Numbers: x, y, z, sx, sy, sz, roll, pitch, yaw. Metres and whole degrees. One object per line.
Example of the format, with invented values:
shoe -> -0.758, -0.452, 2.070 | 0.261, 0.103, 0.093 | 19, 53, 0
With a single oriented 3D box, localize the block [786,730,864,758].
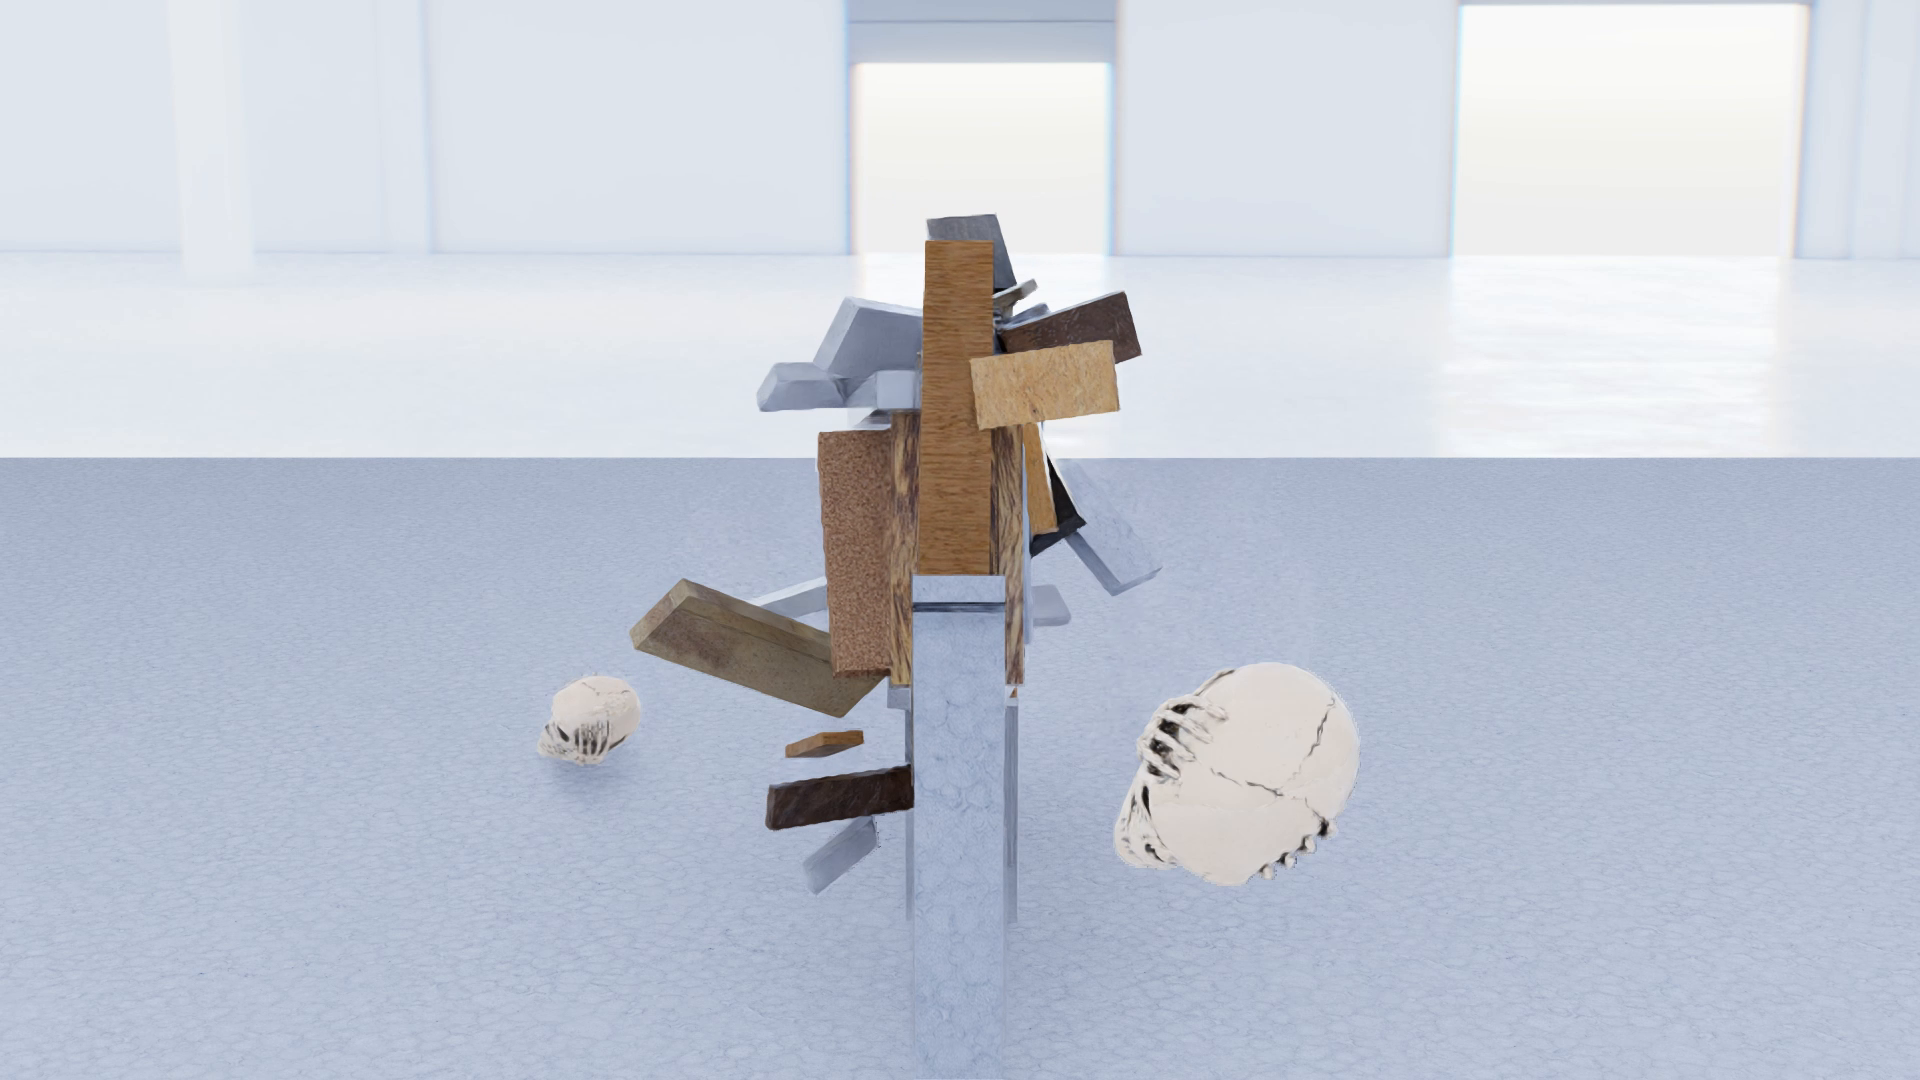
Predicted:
block -> -0.198, 0.299, 3.207 | 0.065, 0.018, 0.130 | 1, -14, -29

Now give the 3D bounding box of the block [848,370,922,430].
block -> -0.052, -0.194, 3.122 | 0.178, 0.050, 0.355 | 0, -2, -9

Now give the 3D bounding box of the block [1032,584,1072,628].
block -> 0.103, 0.110, 3.607 | 0.146, 0.021, 0.073 | -3, 46, -27

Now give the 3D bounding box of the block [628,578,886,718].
block -> -0.293, 0.169, 3.313 | 0.443, 0.122, 0.035 | 25, 30, -46

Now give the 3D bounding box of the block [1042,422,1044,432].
block -> 0.076, -0.277, 3.959 | 0.140, 0.040, 0.280 | -1, -25, 4

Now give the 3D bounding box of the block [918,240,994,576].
block -> -0.004, -0.172, 2.909 | 0.092, 0.456, 0.026 | 1, -8, 0

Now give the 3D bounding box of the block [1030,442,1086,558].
block -> 0.103, -0.103, 3.863 | 0.140, 0.280, 0.040 | -32, -36, 10

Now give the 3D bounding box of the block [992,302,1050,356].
block -> 0.078, -0.279, 3.057 | 0.116, 0.058, 0.016 | -28, 23, -11

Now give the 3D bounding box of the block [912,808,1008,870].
block -> 0.000, 0.408, 3.124 | 0.130, 0.037, 0.259 | 0, 11, 0

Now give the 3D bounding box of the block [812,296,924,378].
block -> -0.081, -0.276, 3.108 | 0.030, 0.105, 0.301 | 39, 21, 30

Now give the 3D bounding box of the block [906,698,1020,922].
block -> 0.004, 0.433, 3.531 | 0.180, 0.359, 0.051 | 0, 10, 2

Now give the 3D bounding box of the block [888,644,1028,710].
block -> 0.002, 0.210, 3.608 | 0.180, 0.051, 0.359 | 2, 11, 8

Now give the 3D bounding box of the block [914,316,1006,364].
block -> 0.000, -0.274, 3.020 | 0.116, 0.016, 0.058 | -32, 19, -18

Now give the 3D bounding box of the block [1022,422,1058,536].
block -> 0.074, -0.142, 3.739 | 0.140, 0.280, 0.040 | -11, -10, 11

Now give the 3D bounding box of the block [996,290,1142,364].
block -> 0.150, -0.270, 3.011 | 0.184, 0.092, 0.026 | -19, 15, -12

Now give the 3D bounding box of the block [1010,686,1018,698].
block -> 0.006, 0.389, 3.770 | 0.180, 0.359, 0.051 | 1, 11, 7

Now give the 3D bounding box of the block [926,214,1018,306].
block -> 0.019, -0.502, 3.953 | 0.130, 0.037, 0.261 | -5, 38, -6

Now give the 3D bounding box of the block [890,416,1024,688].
block -> -0.004, 0.015, 2.999 | 0.178, 0.368, 0.050 | 0, -8, 1

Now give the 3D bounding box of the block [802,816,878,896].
block -> -0.183, 0.481, 3.371 | 0.130, 0.065, 0.018 | -37, 50, -27

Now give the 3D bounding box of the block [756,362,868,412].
block -> -0.187, -0.231, 3.269 | 0.211, 0.030, 0.105 | -5, -20, -23

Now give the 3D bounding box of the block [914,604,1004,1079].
block -> -0.001, 0.404, 2.861 | 0.115, 0.660, 0.033 | 0, 15, 0

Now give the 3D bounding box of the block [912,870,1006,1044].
block -> 0.000, 0.570, 3.062 | 0.130, 0.259, 0.037 | 0, 9, 0

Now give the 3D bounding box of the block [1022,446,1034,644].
block -> 0.039, 0.010, 3.472 | 0.136, 0.313, 0.039 | 0, 15, 13

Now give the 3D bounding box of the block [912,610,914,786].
block -> -0.006, 0.209, 2.913 | 0.115, 0.230, 0.033 | 0, 0, 0

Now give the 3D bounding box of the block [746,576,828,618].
block -> -0.265, 0.098, 3.405 | 0.245, 0.035, 0.122 | -18, 6, 31

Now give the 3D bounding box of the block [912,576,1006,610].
block -> -0.004, 0.069, 2.845 | 0.115, 0.033, 0.230 | 0, -4, -1

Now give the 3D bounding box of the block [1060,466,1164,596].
block -> 0.241, -0.018, 3.915 | 0.122, 0.035, 0.245 | -22, 67, -46

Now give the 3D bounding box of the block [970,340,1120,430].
block -> 0.111, -0.201, 2.856 | 0.184, 0.092, 0.026 | -7, 1, 14

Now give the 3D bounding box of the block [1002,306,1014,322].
block -> 0.021, -0.343, 4.015 | 0.130, 0.037, 0.301 | -4, -19, -5

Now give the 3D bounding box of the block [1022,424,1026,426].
block -> 0.105, -0.241, 3.308 | 0.211, 0.105, 0.030 | -30, 19, 19

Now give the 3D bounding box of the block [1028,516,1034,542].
block -> 0.027, -0.118, 3.608 | 0.136, 0.273, 0.039 | -11, 6, -3

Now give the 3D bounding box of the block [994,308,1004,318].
block -> 0.026, -0.327, 3.955 | 0.049, 0.014, 0.334 | -2, -25, -10

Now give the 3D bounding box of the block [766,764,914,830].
block -> -0.152, 0.384, 3.321 | 0.315, 0.065, 0.018 | -4, 16, -36

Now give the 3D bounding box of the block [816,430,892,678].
block -> -0.105, 0.017, 3.185 | 0.178, 0.355, 0.050 | -3, -15, -9

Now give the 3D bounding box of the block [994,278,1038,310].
block -> 0.047, -0.330, 3.058 | 0.116, 0.016, 0.058 | -20, 11, 27
